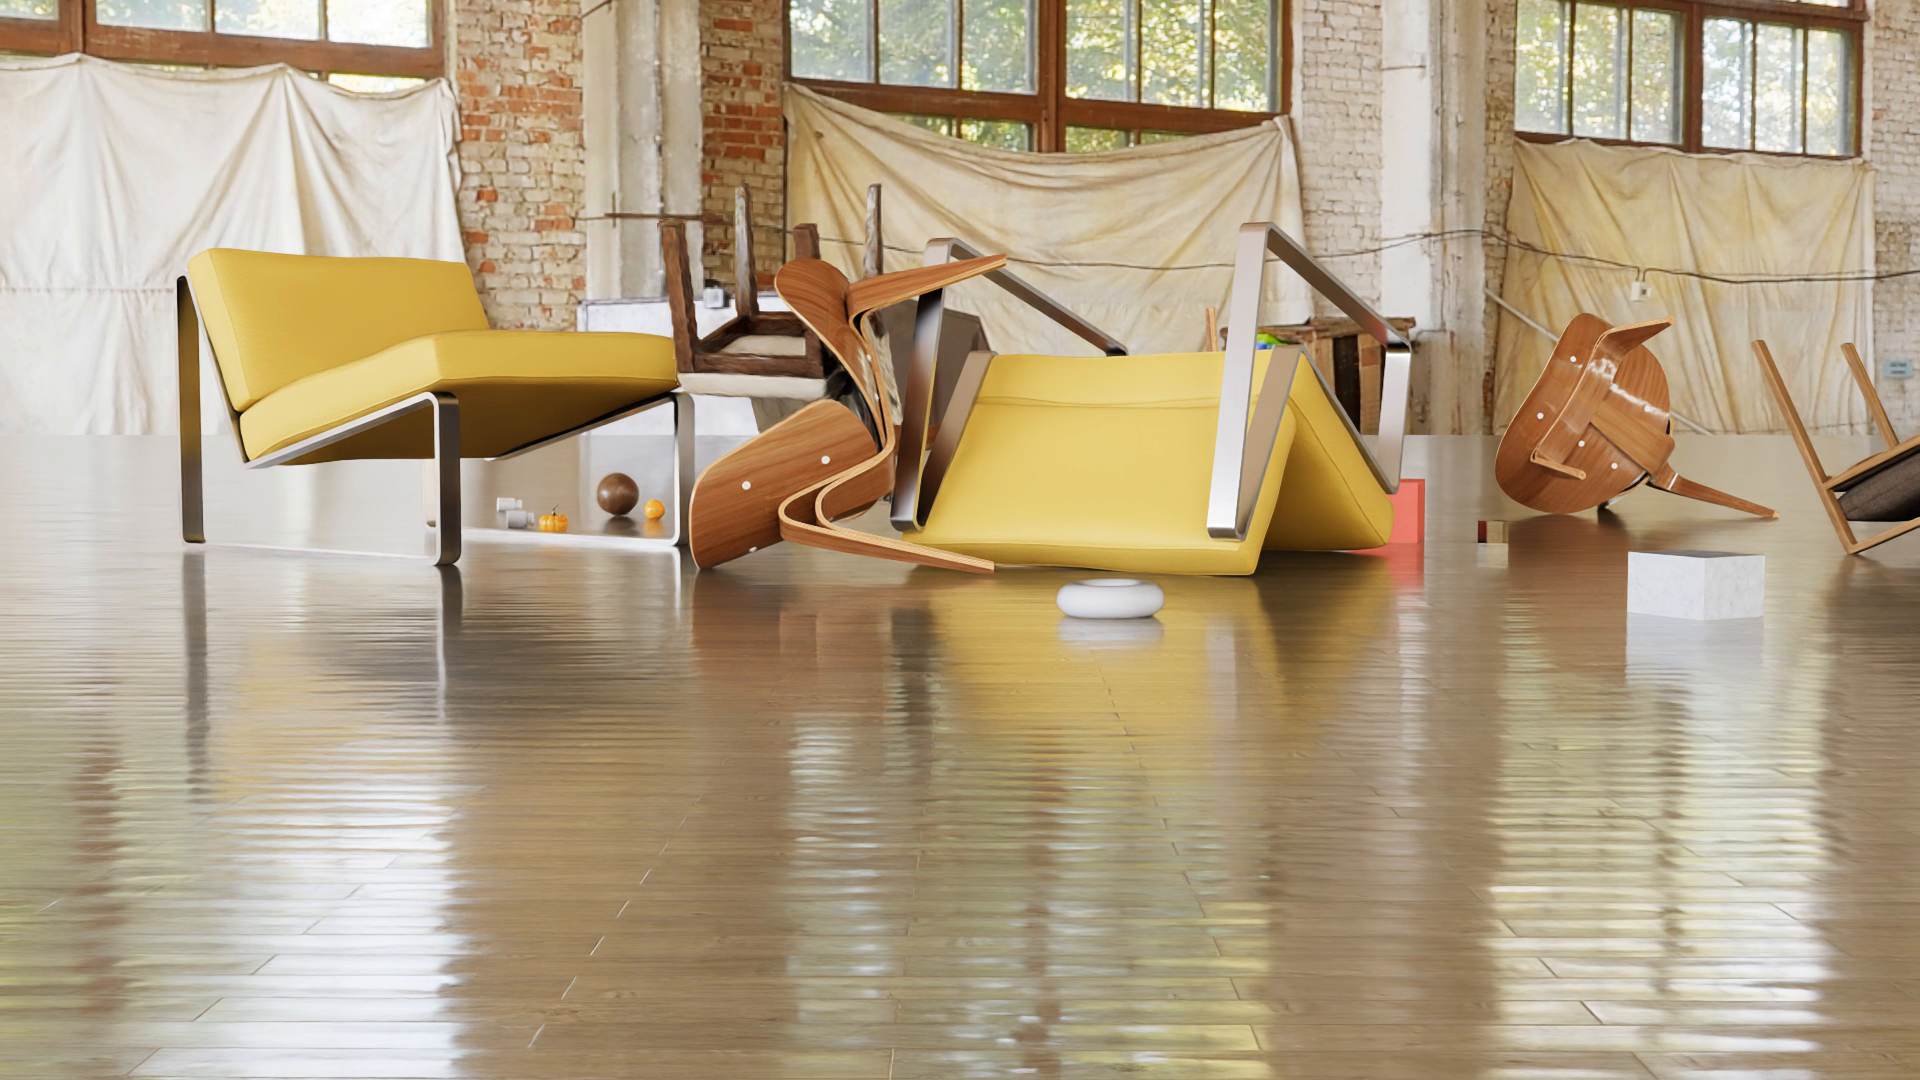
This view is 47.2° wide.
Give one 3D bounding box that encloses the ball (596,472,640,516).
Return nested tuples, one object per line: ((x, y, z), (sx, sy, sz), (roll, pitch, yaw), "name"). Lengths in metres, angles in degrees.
((-1.215, -0.162, 7.805), (0.152, 0.152, 0.152), (0, 4, 0), "ball")

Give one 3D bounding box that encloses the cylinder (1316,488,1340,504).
((1.432, -0.170, 8.549), (0.088, 0.059, 0.101), (1, -12, 16), "cylinder")

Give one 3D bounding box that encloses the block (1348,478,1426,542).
((1.280, -0.091, 6.587), (0.199, 0.176, 0.276), (1, 4, 16), "block")

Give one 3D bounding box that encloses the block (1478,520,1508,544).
((1.551, -0.023, 6.398), (0.068, 0.066, 0.058), (-1, 4, -15), "block")

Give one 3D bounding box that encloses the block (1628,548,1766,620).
((1.469, 0.087, 4.392), (0.170, 0.121, 0.195), (-2, 5, -30), "block")

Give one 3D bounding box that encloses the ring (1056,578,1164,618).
((0.299, 0.117, 4.375), (0.217, 0.066, 0.217), (-1, 5, -2), "ring")
